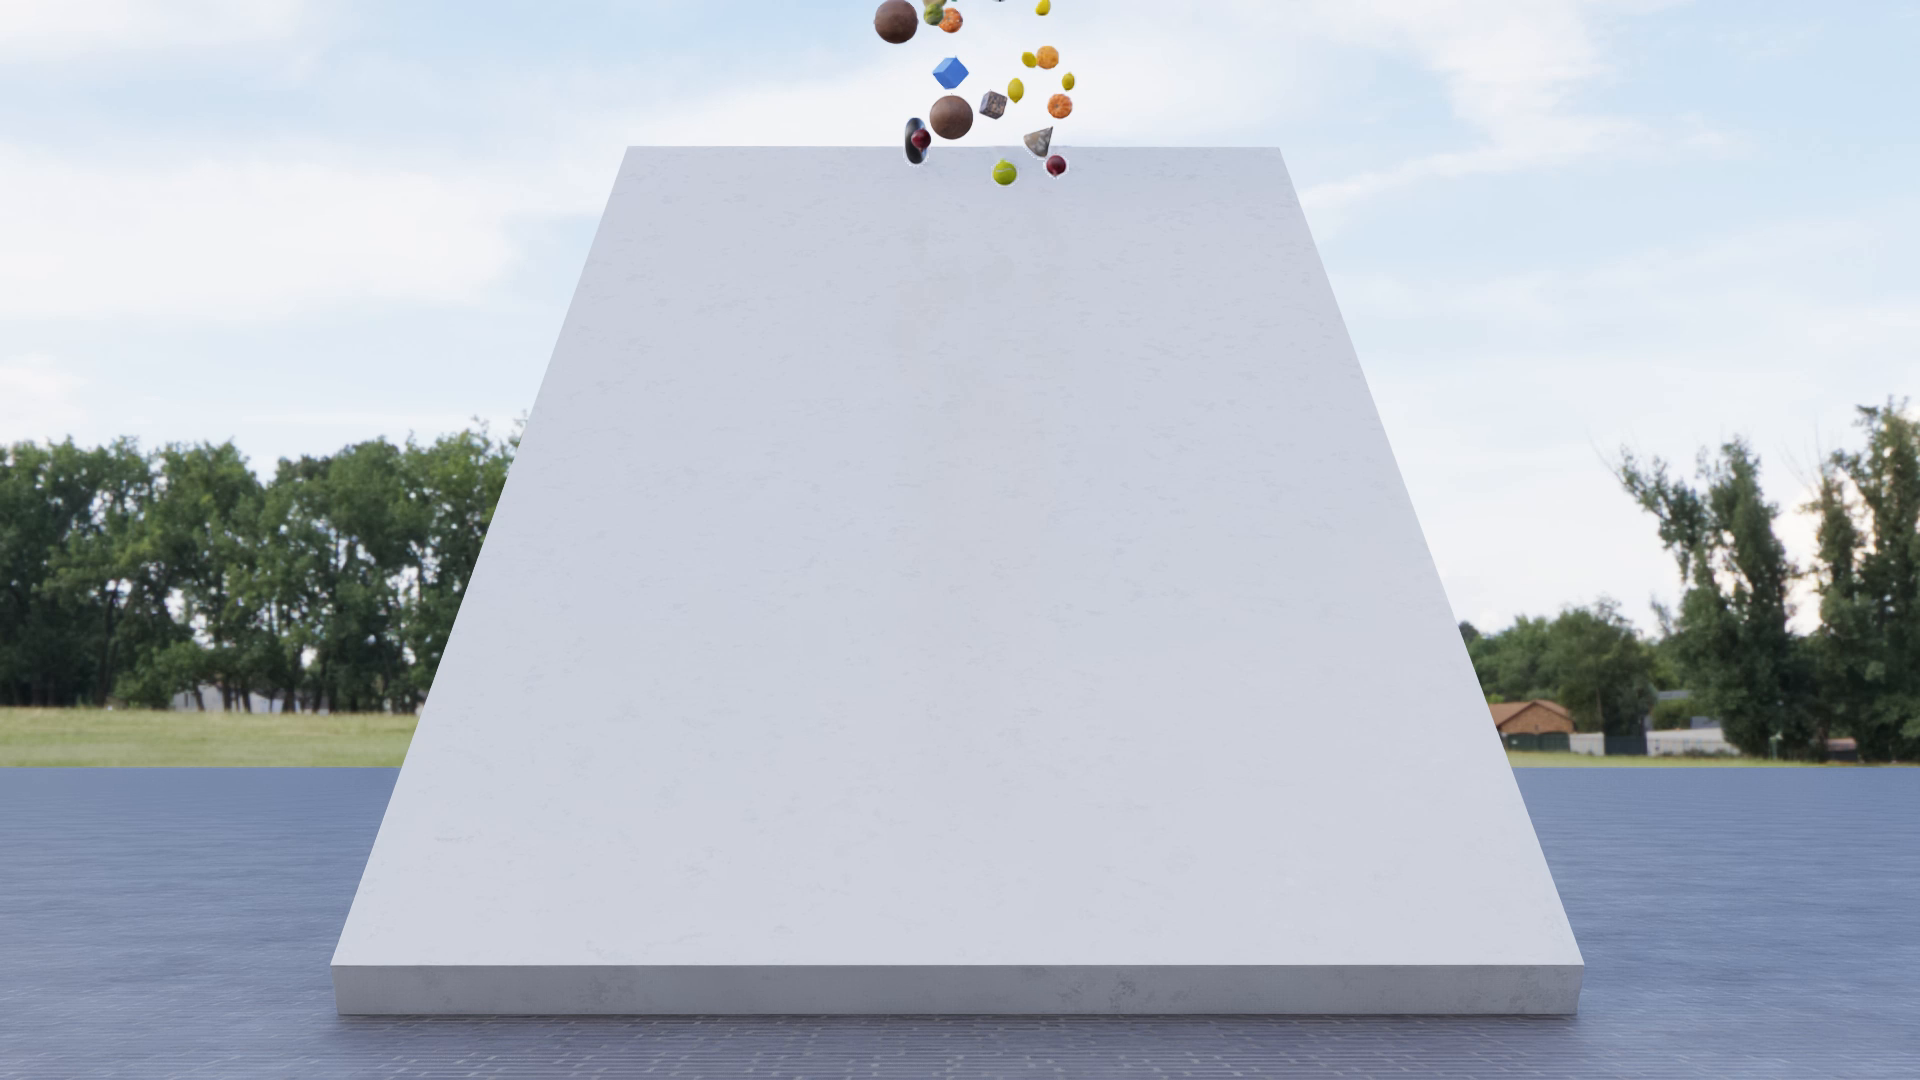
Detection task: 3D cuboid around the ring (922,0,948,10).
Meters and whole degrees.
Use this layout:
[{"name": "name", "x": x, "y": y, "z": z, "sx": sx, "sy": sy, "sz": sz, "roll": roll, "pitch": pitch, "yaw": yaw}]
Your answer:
[{"name": "ring", "x": -0.074, "y": -1.643, "z": 7.201, "sx": 0.089, "sy": 0.089, "sz": 0.030, "roll": -2, "pitch": -5, "yaw": 18}]

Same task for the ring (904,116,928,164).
[{"name": "ring", "x": -0.131, "y": -1.187, "z": 7.097, "sx": 0.047, "sy": 0.141, "sz": 0.141, "roll": 1, "pitch": -5, "yaw": 13}]

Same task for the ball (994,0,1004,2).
[{"name": "ball", "x": 0.117, "y": -1.629, "z": 7.101, "sx": 0.058, "sy": 0.058, "sz": 0.058, "roll": 0, "pitch": -5, "yaw": 0}]

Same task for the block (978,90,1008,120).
[{"name": "block", "x": 0.097, "y": -1.273, "z": 6.994, "sx": 0.058, "sy": 0.058, "sz": 0.058, "roll": 18, "pitch": -10, "yaw": -20}]

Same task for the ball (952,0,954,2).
[{"name": "ball", "x": -0.020, "y": -1.691, "z": 7.351, "sx": 0.063, "sy": 0.063, "sz": 0.063, "roll": 0, "pitch": -5, "yaw": 0}]

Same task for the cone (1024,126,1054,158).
[{"name": "cone", "x": 0.254, "y": -1.211, "z": 7.151, "sx": 0.091, "sy": 0.091, "sz": 0.091, "roll": 5, "pitch": -37, "yaw": -42}]

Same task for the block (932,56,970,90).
[{"name": "block", "x": -0.028, "y": -1.385, "z": 7.085, "sx": 0.066, "sy": 0.066, "sz": 0.066, "roll": 47, "pitch": -18, "yaw": -28}]

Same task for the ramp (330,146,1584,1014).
[{"name": "ramp", "x": -0.012, "y": -0.222, "z": 5.594, "sx": 2.000, "sy": 0.100, "sz": 4.000, "roll": 0, "pitch": 28, "yaw": 0}]
